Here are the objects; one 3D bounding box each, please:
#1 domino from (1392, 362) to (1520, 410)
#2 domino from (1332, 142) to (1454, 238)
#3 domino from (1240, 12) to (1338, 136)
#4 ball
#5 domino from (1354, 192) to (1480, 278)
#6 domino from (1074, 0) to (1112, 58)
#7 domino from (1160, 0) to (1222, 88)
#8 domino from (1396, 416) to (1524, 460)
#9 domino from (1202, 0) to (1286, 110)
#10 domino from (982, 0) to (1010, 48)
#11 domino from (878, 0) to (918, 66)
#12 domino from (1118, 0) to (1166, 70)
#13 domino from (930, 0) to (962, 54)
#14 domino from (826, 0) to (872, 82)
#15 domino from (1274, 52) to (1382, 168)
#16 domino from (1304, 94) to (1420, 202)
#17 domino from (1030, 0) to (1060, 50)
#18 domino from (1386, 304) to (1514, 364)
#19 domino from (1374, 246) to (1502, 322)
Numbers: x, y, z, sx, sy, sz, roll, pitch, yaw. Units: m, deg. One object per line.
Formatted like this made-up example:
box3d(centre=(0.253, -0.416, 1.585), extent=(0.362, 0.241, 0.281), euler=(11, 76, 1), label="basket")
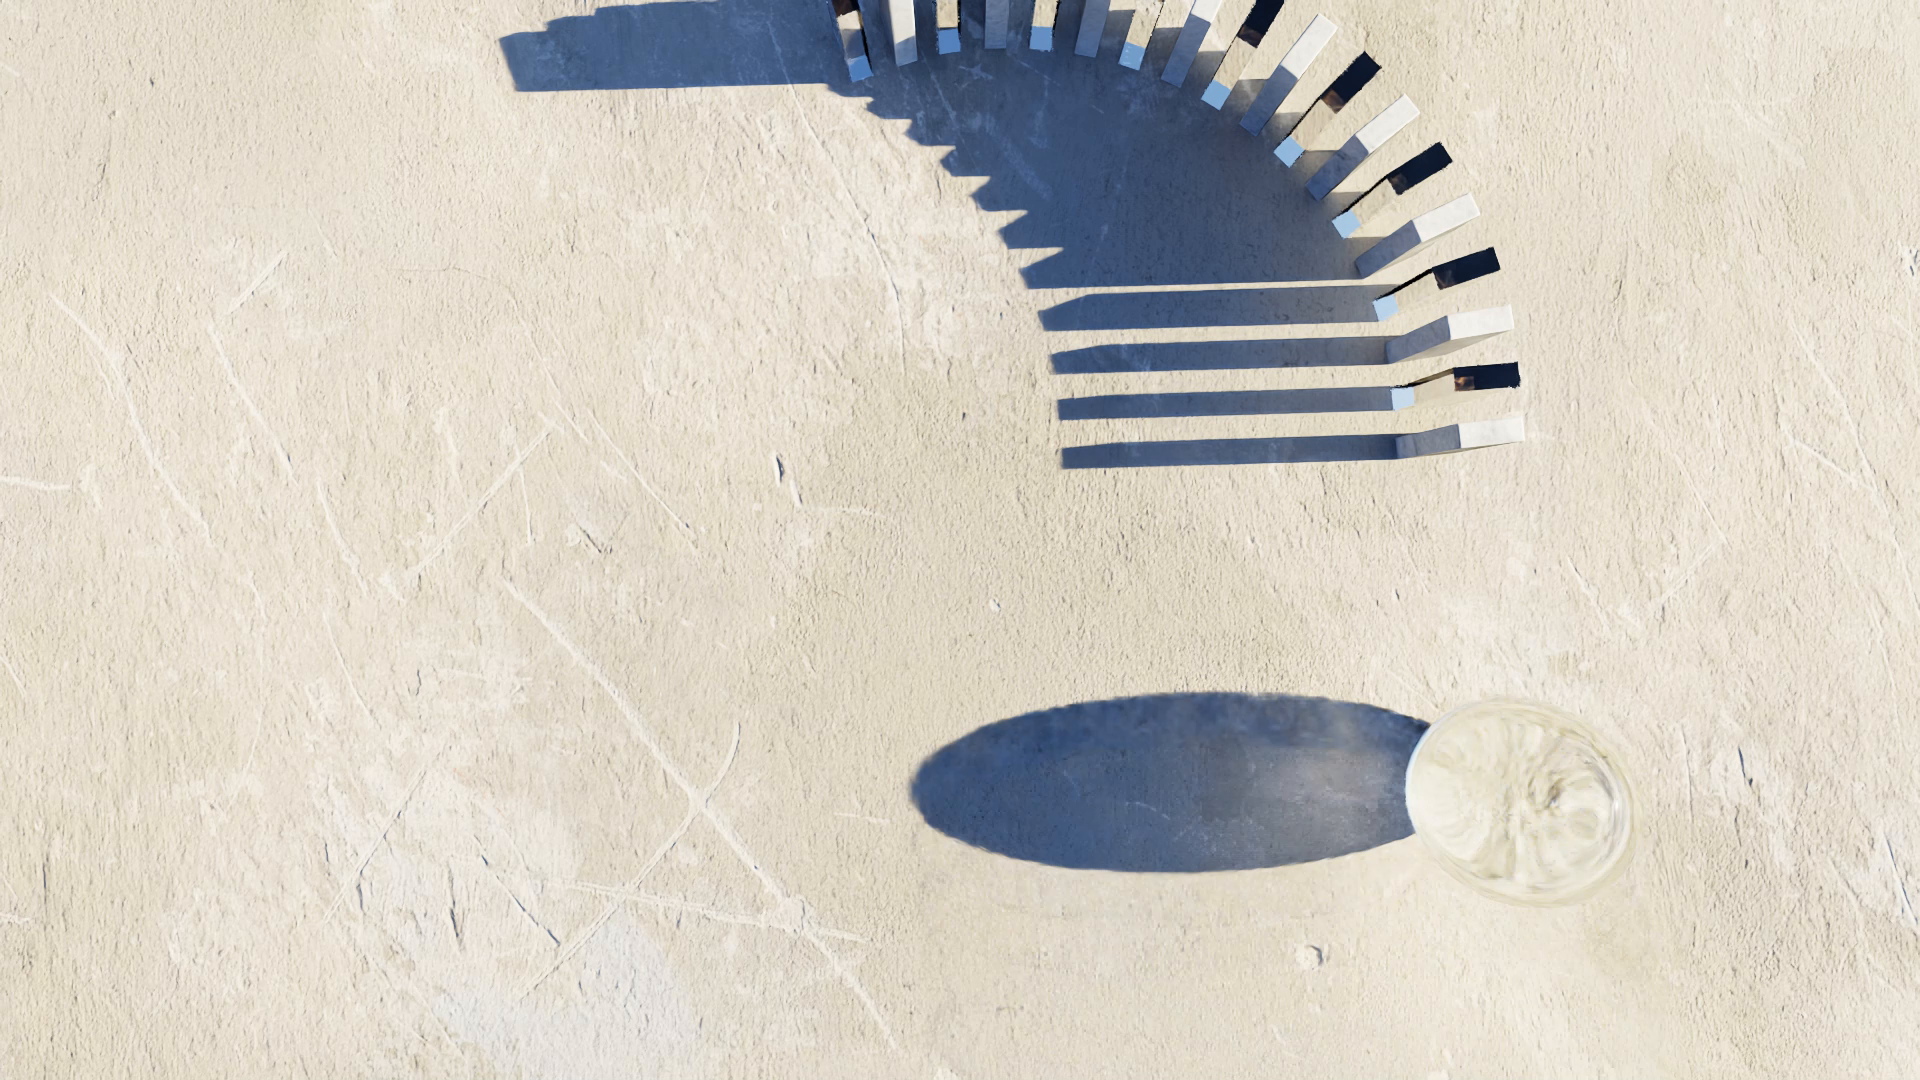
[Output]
box3d(centre=(0.201, -0.062, 0.375), extent=(0.025, 0.050, 0.009), euler=(-5, 90, 0), label="domino")
box3d(centre=(0.175, -0.142, 0.375), extent=(0.025, 0.050, 0.010), euler=(-32, 90, 0), label="domino")
box3d(centre=(0.133, -0.189, 0.375), extent=(0.009, 0.050, 0.025), euler=(38, 90, 0), label="domino")
box3d(centre=(0.219, 0.102, 0.360), extent=(0.080, 0.080, 0.080), euler=(0, 90, 0), label="ball")
box3d(centre=(0.186, -0.123, 0.375), extent=(0.025, 0.050, 0.009), euler=(-25, 90, 0), label="domino")
box3d(centre=(0.057, -0.224, 0.375), extent=(0.009, 0.050, 0.025), euler=(11, 90, 0), label="domino")
box3d(centre=(0.097, -0.211, 0.375), extent=(0.009, 0.050, 0.025), euler=(25, 90, 0), label="domino")
box3d(centre=(0.203, -0.041, 0.375), extent=(0.025, 0.050, 0.010), euler=(-6, 90, 0), label="domino")
box3d(centre=(0.116, -0.201, 0.375), extent=(0.009, 0.050, 0.025), euler=(31, 90, 0), label="domino")
box3d(centre=(0.015, -0.227, 0.375), extent=(0.010, 0.050, 0.025), euler=(-2, 90, 0), label="domino")
box3d(centre=(-0.027, -0.220, 0.375), extent=(0.009, 0.050, 0.025), euler=(-18, 90, 0), label="domino")
box3d(centre=(0.077, -0.218, 0.375), extent=(0.010, 0.050, 0.025), euler=(18, 90, 0), label="domino")
box3d(centre=(-0.006, -0.225, 0.375), extent=(0.009, 0.050, 0.025), euler=(-9, 90, 0), label="domino")
box3d(centre=(-0.047, -0.213, 0.375), extent=(0.009, 0.050, 0.025), euler=(-20, 90, 0), label="domino")
box3d(centre=(0.149, -0.175, 0.375), extent=(0.009, 0.050, 0.025), euler=(45, 90, 0), label="domino")
box3d(centre=(0.163, -0.159, 0.375), extent=(0.025, 0.050, 0.009), euler=(-39, 90, 0), label="domino")
box3d(centre=(0.036, -0.227, 0.375), extent=(0.010, 0.050, 0.025), euler=(4, 90, 0), label="domino")
box3d(centre=(0.199, -0.083, 0.375), extent=(0.025, 0.050, 0.009), euler=(-10, 90, 0), label="domino")
box3d(centre=(0.193, -0.104, 0.375), extent=(0.025, 0.050, 0.009), euler=(-19, 90, 0), label="domino")
